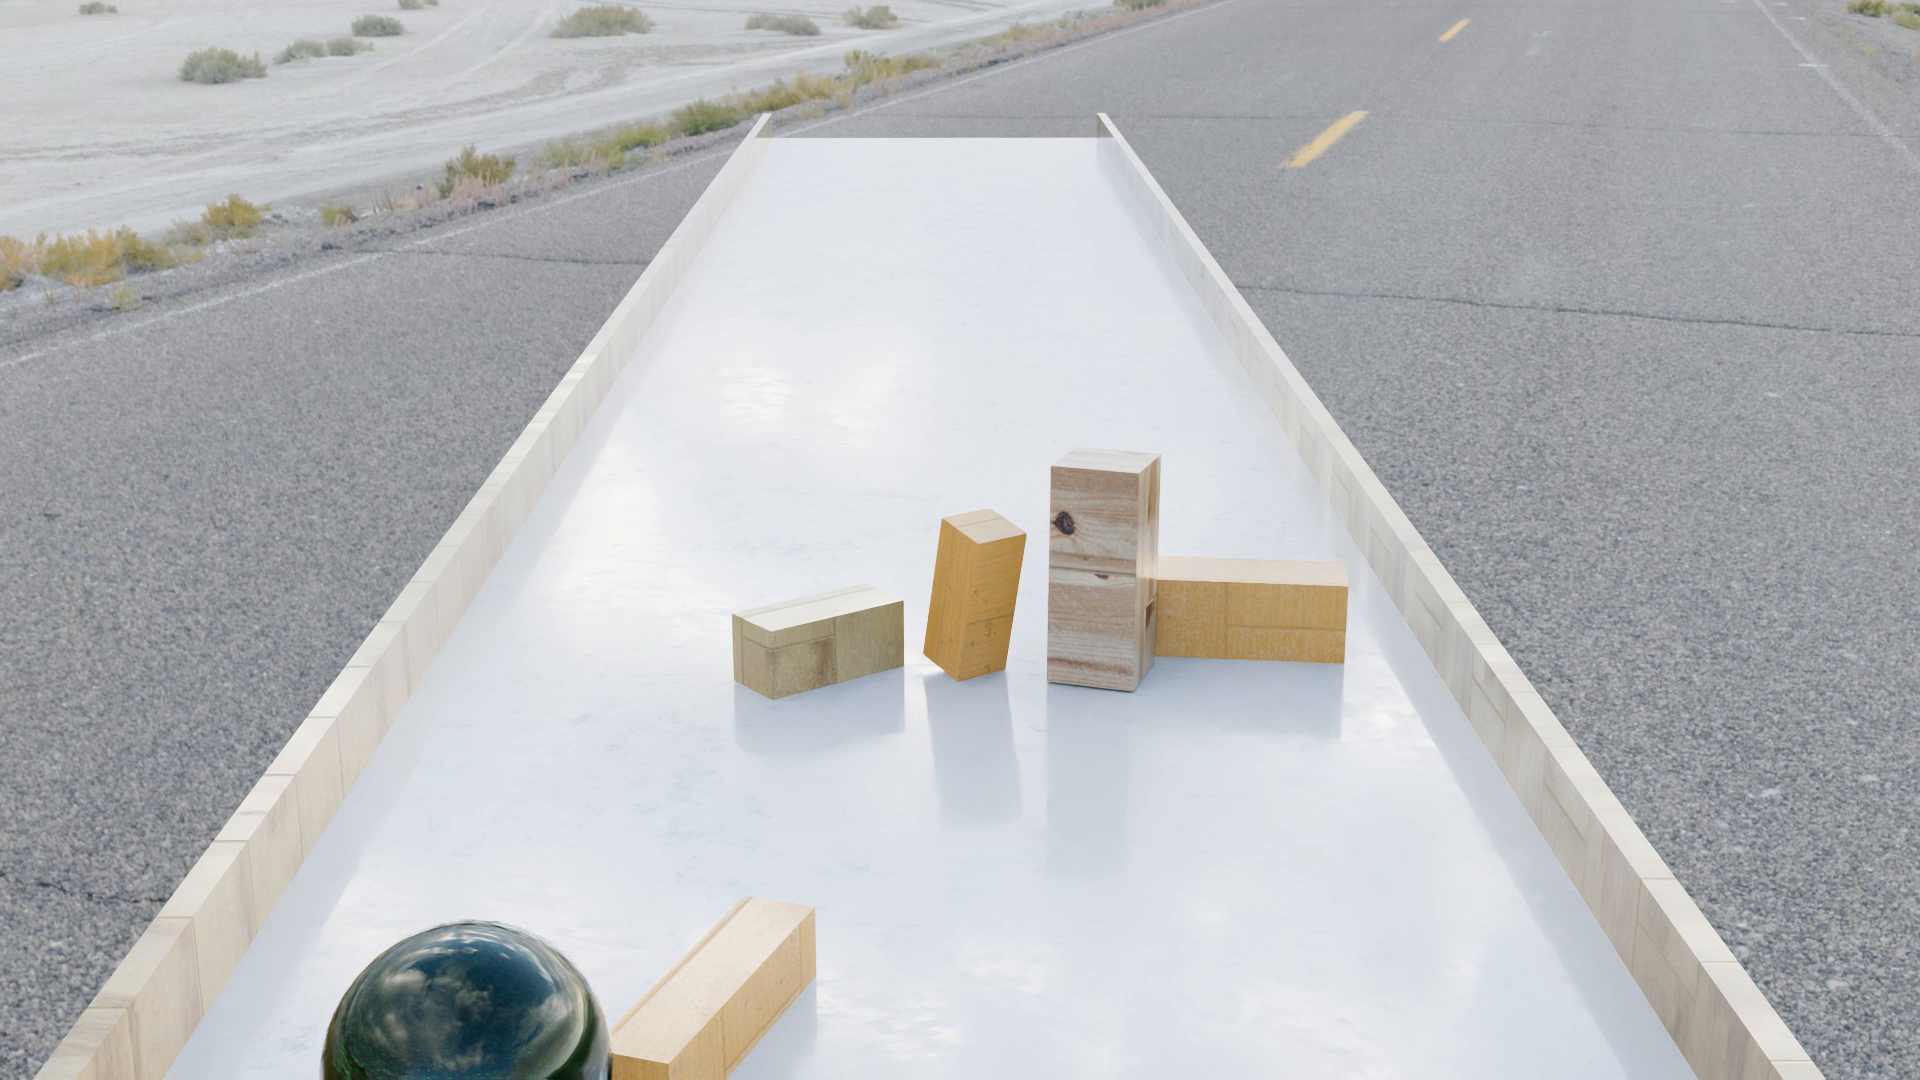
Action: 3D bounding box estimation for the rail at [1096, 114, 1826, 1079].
[{"bbox_3d":[0.932,-0.844,7.801,0.050,0.150,12.000,0,17,-1],"label":"rail"}]

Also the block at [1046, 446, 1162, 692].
[{"bbox_3d":[0.280,0.054,4.281,0.173,0.432,0.173,6,16,18],"label":"block"}]

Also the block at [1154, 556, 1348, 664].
[{"bbox_3d":[0.566,0.139,4.474,0.427,0.163,0.163,2,17,6],"label":"block"}]

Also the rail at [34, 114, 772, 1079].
[{"bbox_3d":[-1.118,-0.838,7.780,0.050,0.150,12.000,0,17,-1],"label":"rail"}]

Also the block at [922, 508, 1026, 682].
[{"bbox_3d":[0.027,0.107,4.303,0.118,0.303,0.118,-12,33,-35],"label":"block"}]

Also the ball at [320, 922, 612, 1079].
[{"bbox_3d":[-0.575,0.616,2.571,0.334,0.334,0.334,0,17,0],"label":"ball"}]

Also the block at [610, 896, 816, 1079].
[{"bbox_3d":[-0.332,0.626,2.932,0.108,0.108,0.458,6,17,19],"label":"block"}]

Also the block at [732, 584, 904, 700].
[{"bbox_3d":[-0.277,0.197,4.323,0.313,0.138,0.138,-12,21,-36],"label":"block"}]
